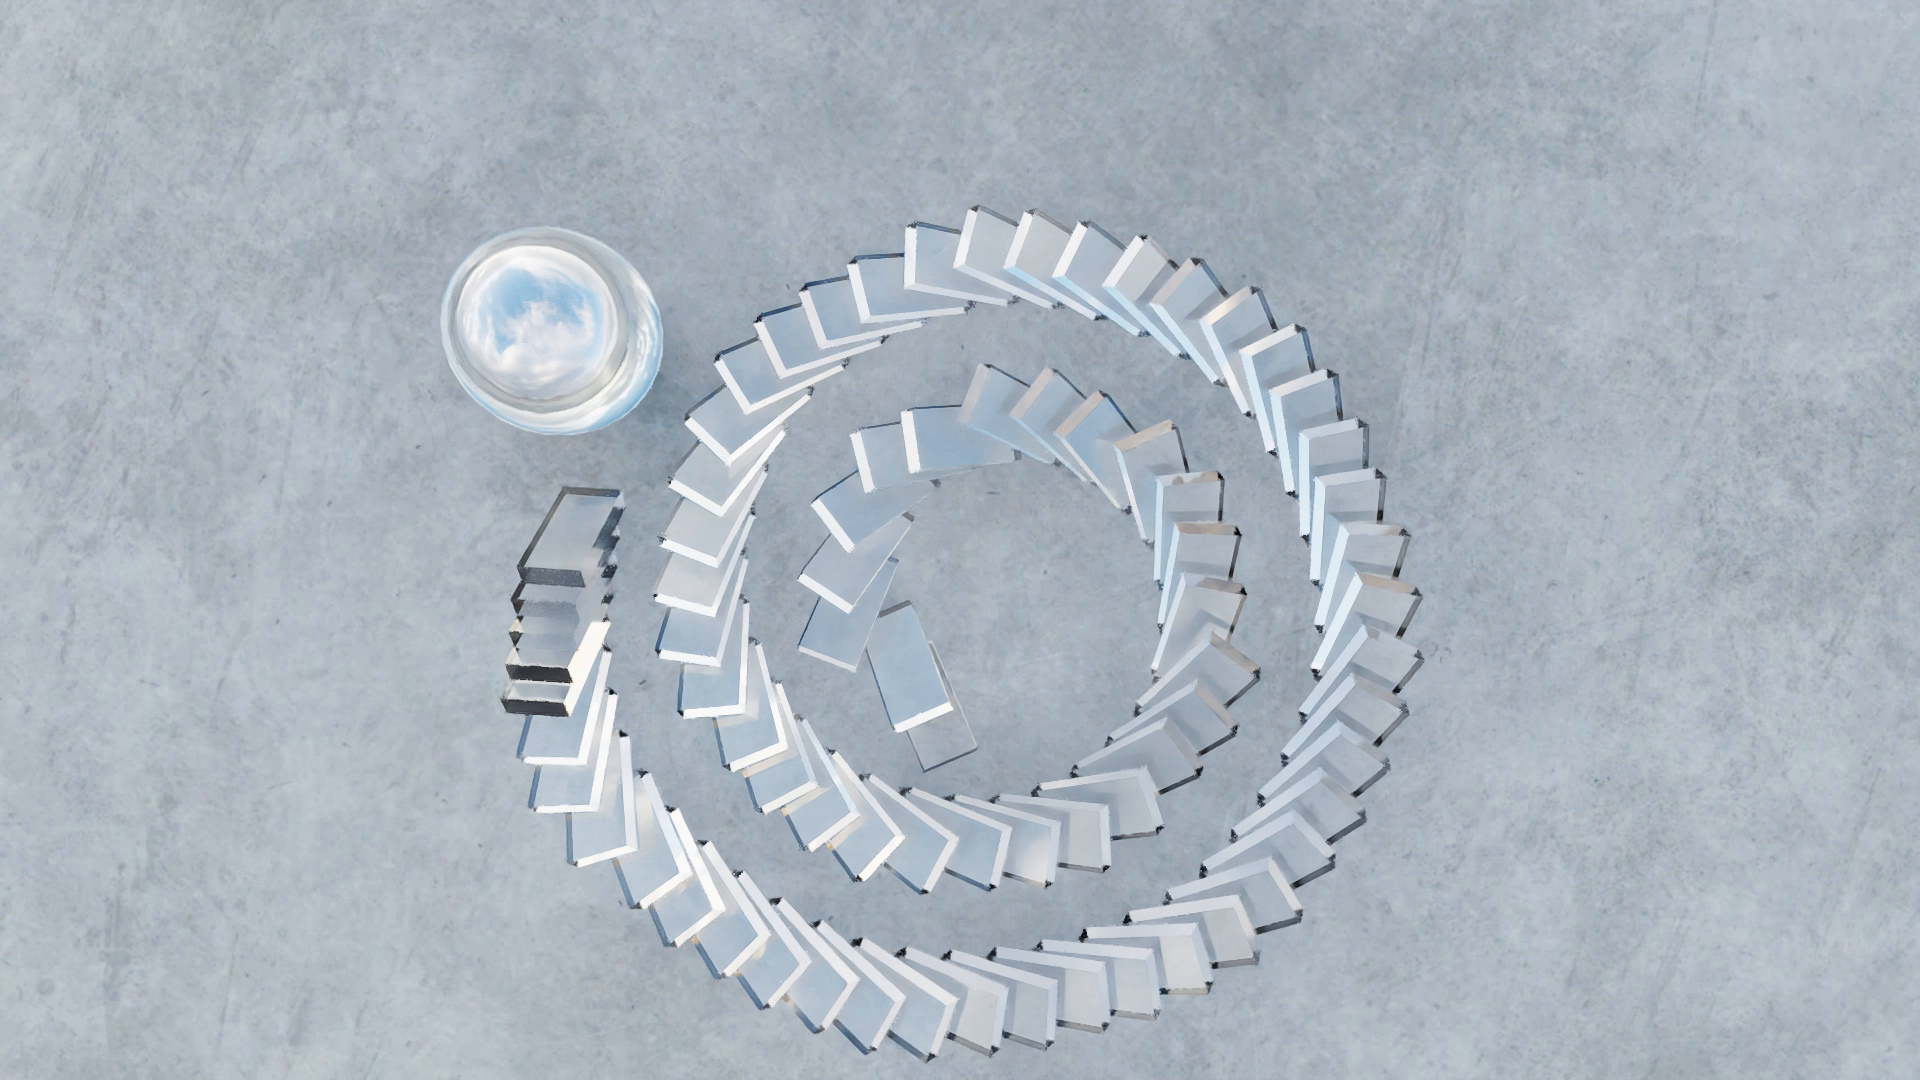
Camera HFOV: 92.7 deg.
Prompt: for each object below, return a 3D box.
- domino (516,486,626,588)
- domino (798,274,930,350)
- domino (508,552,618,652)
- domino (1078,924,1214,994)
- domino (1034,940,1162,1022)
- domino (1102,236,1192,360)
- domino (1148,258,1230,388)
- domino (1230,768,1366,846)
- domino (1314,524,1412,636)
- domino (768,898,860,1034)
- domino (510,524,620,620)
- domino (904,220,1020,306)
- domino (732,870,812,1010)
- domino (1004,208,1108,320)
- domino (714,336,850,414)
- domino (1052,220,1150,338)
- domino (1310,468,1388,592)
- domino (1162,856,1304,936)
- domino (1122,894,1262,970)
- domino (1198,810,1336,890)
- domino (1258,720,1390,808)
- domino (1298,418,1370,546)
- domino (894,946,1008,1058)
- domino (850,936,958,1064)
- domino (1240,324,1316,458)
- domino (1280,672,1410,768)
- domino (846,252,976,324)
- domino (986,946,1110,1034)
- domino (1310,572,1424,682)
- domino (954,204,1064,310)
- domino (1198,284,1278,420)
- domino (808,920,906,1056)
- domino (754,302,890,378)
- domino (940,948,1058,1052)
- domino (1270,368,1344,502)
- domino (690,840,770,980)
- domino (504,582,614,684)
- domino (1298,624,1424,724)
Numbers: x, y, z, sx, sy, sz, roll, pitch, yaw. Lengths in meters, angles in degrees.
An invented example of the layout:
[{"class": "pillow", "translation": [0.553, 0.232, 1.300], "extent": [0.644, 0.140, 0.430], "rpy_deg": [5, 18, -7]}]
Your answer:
[{"class": "domino", "translation": [-0.159, -0.002, 0.378], "extent": [0.025, 0.050, 0.009], "rpy_deg": [4, 132, 0]}, {"class": "domino", "translation": [-0.039, -0.098, 0.384], "extent": [0.050, 0.010, 0.025], "rpy_deg": [-20, 90, -29]}, {"class": "domino", "translation": [-0.162, 0.023, 0.378], "extent": [0.025, 0.050, 0.009], "rpy_deg": [4, 132, 0]}, {"class": "domino", "translation": [0.077, 0.176, 0.384], "extent": [0.050, 0.009, 0.025], "rpy_deg": [-16, 90, 29]}, {"class": "domino", "translation": [0.057, 0.184, 0.384], "extent": [0.050, 0.009, 0.025], "rpy_deg": [-8, 90, 28]}, {"class": "domino", "translation": [0.085, -0.101, 0.384], "extent": [0.050, 0.009, 0.025], "rpy_deg": [34, 90, -29]}, {"class": "domino", "translation": [0.104, -0.091, 0.384], "extent": [0.025, 0.009, 0.050], "rpy_deg": [-49, 119, 0]}, {"class": "domino", "translation": [0.141, 0.120, 0.384], "extent": [0.025, 0.009, 0.050], "rpy_deg": [42, 119, 0]}, {"class": "domino", "translation": [0.168, 0.018, 0.384], "extent": [0.025, 0.010, 0.050], "rpy_deg": [2, 119, 0]}, {"class": "domino", "translation": [-0.068, 0.177, 0.384], "extent": [0.050, 0.010, 0.025], "rpy_deg": [34, 90, 29]}, {"class": "domino", "translation": [-0.162, 0.011, 0.378], "extent": [0.025, 0.050, 0.009], "rpy_deg": [4, 132, 0]}, {"class": "domino", "translation": [0.002, -0.115, 0.384], "extent": [0.050, 0.010, 0.025], "rpy_deg": [2, 90, -30]}, {"class": "domino", "translation": [-0.087, 0.167, 0.384], "extent": [0.050, 0.010, 0.025], "rpy_deg": [41, 90, 28]}, {"class": "domino", "translation": [0.044, -0.114, 0.384], "extent": [0.050, 0.009, 0.025], "rpy_deg": [21, 90, -29]}, {"class": "domino", "translation": [-0.074, -0.075, 0.384], "extent": [0.050, 0.009, 0.025], "rpy_deg": [-32, 90, -29]}, {"class": "domino", "translation": [0.065, -0.109, 0.384], "extent": [0.050, 0.010, 0.025], "rpy_deg": [26, 90, -29]}, {"class": "domino", "translation": [0.162, -0.004, 0.384], "extent": [0.025, 0.010, 0.050], "rpy_deg": [-9, 119, 0]}, {"class": "domino", "translation": [0.114, 0.153, 0.384], "extent": [0.050, 0.010, 0.025], "rpy_deg": [-32, 90, 29]}, {"class": "domino", "translation": [0.096, 0.166, 0.384], "extent": [0.050, 0.009, 0.025], "rpy_deg": [-23, 90, 29]}, {"class": "domino", "translation": [0.128, 0.136, 0.384], "extent": [0.025, 0.009, 0.050], "rpy_deg": [46, 119, 0]}, {"class": "domino", "translation": [0.151, 0.101, 0.384], "extent": [0.025, 0.009, 0.050], "rpy_deg": [35, 118, 0]}, {"class": "domino", "translation": [0.156, -0.024, 0.384], "extent": [0.025, 0.009, 0.050], "rpy_deg": [-13, 119, 0]}, {"class": "domino", "translation": [-0.006, 0.192, 0.384], "extent": [0.050, 0.009, 0.025], "rpy_deg": [8, 90, 29]}, {"class": "domino", "translation": [-0.028, 0.192, 0.384], "extent": [0.050, 0.010, 0.025], "rpy_deg": [20, 90, 29]}, {"class": "domino", "translation": [0.136, -0.062, 0.384], "extent": [0.025, 0.009, 0.050], "rpy_deg": [-26, 119, 0]}, {"class": "domino", "translation": [0.160, 0.081, 0.384], "extent": [0.025, 0.009, 0.050], "rpy_deg": [29, 119, 0]}, {"class": "domino", "translation": [-0.020, -0.107, 0.384], "extent": [0.050, 0.010, 0.025], "rpy_deg": [-14, 90, -29]}, {"class": "domino", "translation": [0.037, 0.188, 0.384], "extent": [0.050, 0.009, 0.025], "rpy_deg": [-5, 90, 28]}, {"class": "domino", "translation": [0.169, 0.039, 0.384], "extent": [0.025, 0.009, 0.050], "rpy_deg": [12, 119, 0]}, {"class": "domino", "translation": [0.024, -0.118, 0.384], "extent": [0.050, 0.009, 0.025], "rpy_deg": [15, 90, -29]}, {"class": "domino", "translation": [0.122, -0.078, 0.384], "extent": [0.025, 0.009, 0.050], "rpy_deg": [-36, 119, 0]}, {"class": "domino", "translation": [-0.049, 0.186, 0.384], "extent": [0.050, 0.010, 0.025], "rpy_deg": [30, 91, 29]}, {"class": "domino", "translation": [-0.057, -0.088, 0.384], "extent": [0.050, 0.009, 0.025], "rpy_deg": [-25, 90, -29]}, {"class": "domino", "translation": [0.015, 0.192, 0.384], "extent": [0.050, 0.009, 0.025], "rpy_deg": [3, 90, 28]}, {"class": "domino", "translation": [0.147, -0.043, 0.384], "extent": [0.025, 0.010, 0.050], "rpy_deg": [-21, 119, 0]}, {"class": "domino", "translation": [-0.104, 0.154, 0.384], "extent": [0.025, 0.010, 0.050], "rpy_deg": [-46, 62, 0]}, {"class": "domino", "translation": [-0.164, 0.036, 0.378], "extent": [0.025, 0.050, 0.010], "rpy_deg": [4, 132, 0]}, {"class": "domino", "translation": [0.167, 0.062, 0.384], "extent": [0.025, 0.009, 0.050], "rpy_deg": [24, 119, 0]}]
